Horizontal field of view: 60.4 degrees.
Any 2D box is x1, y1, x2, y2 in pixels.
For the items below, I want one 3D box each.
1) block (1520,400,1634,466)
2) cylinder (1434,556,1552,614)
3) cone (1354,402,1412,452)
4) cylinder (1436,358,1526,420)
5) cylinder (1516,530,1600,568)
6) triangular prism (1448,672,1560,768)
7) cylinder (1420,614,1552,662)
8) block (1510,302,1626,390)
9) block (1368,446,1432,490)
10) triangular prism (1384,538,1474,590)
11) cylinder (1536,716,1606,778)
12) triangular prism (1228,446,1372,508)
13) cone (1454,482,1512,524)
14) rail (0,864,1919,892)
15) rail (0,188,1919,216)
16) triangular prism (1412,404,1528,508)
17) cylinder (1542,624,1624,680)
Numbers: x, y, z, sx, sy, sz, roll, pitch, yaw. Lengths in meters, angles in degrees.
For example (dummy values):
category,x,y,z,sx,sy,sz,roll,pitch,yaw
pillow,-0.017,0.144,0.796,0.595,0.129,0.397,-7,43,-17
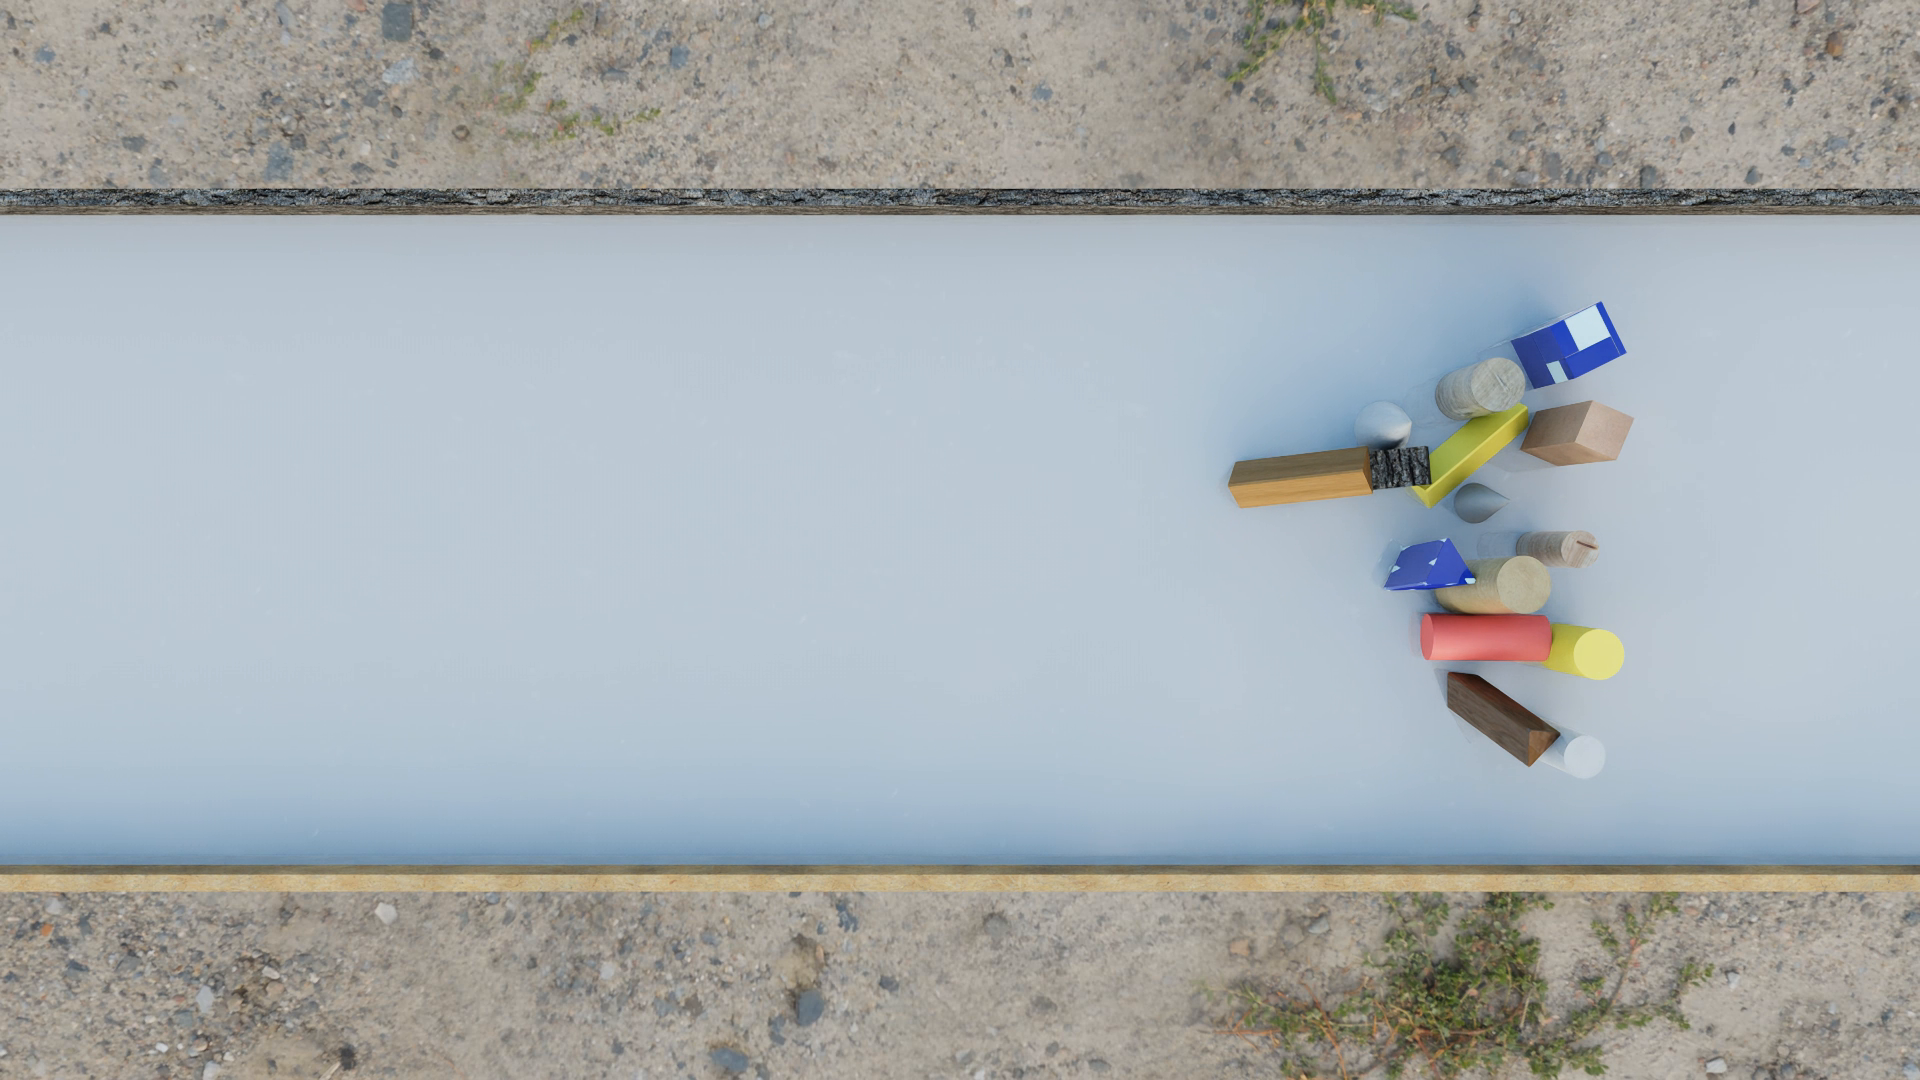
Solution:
category,x,y,z,sx,sy,sz,roll,pitch,yaw
block,1.809,-0.310,4.855,0.129,0.442,0.129,23,90,-1
cylinder,1.563,0.136,4.860,0.165,0.413,0.165,0,87,-8
cone,1.300,-0.340,4.910,0.173,0.332,0.173,0,90,0
cylinder,1.539,-0.445,4.895,0.155,0.363,0.155,0,90,0
cylinder,1.764,0.027,4.884,0.109,0.385,0.109,0,90,0
triangular prism,1.620,0.511,4.919,0.116,0.348,0.134,-22,124,-18
cylinder,1.594,0.296,5.006,0.354,0.141,0.141,1,90,0
block,1.806,-0.576,4.909,0.166,0.335,0.166,-26,90,0
block,1.253,-0.209,4.969,0.308,0.114,0.114,-5,90,20
triangular prism,1.392,0.072,4.918,0.149,0.310,0.129,-1,85,-8
cylinder,1.778,0.612,4.901,0.125,0.340,0.125,0,94,-5
triangular prism,1.014,-0.185,4.934,0.403,0.123,0.142,-6,90,24
cone,1.583,-0.113,4.904,0.126,0.345,0.126,0,90,0
rail,-2.247,1.025,5.001,12.000,0.150,0.050,0,90,0
rail,-2.247,-1.025,5.002,12.000,0.150,0.050,0,90,0
triangular prism,1.556,-0.273,5.019,0.396,0.109,0.125,-40,90,0
cylinder,1.844,0.330,4.916,0.147,0.319,0.147,0,90,0
